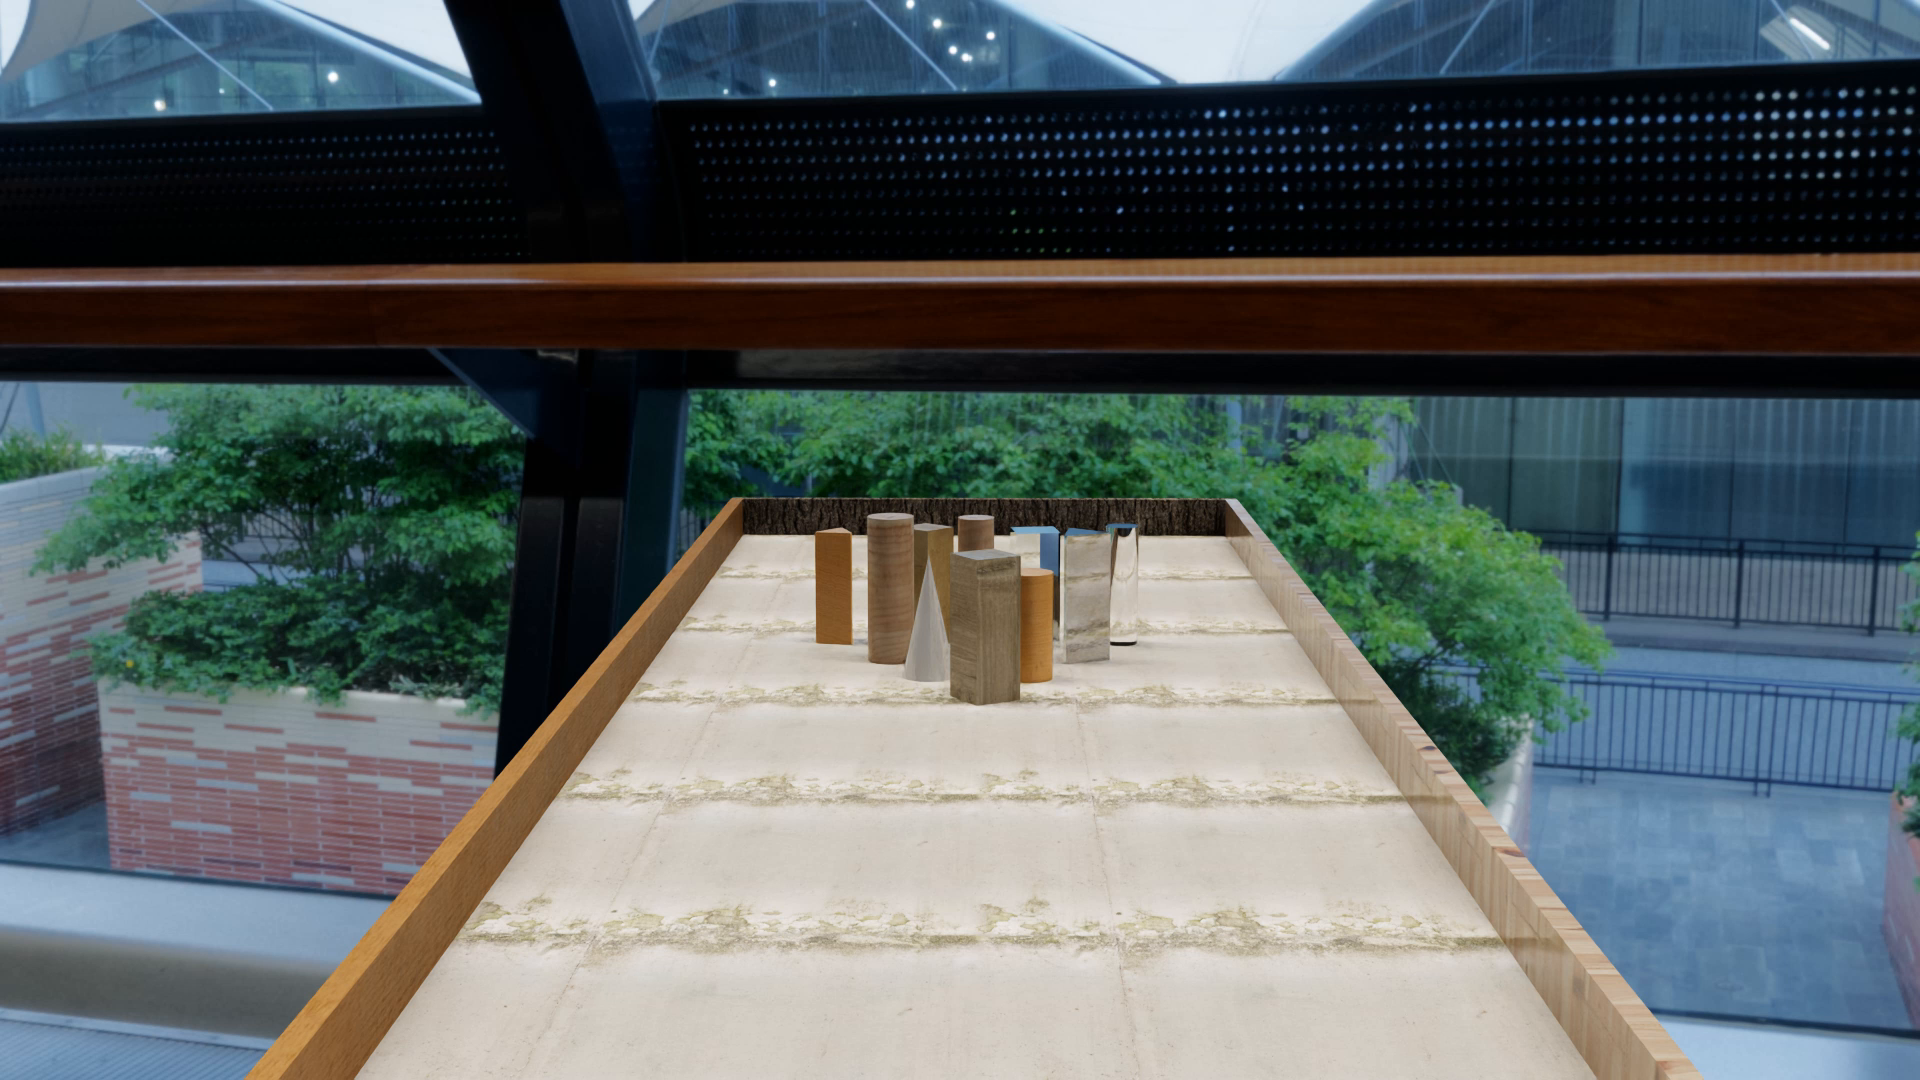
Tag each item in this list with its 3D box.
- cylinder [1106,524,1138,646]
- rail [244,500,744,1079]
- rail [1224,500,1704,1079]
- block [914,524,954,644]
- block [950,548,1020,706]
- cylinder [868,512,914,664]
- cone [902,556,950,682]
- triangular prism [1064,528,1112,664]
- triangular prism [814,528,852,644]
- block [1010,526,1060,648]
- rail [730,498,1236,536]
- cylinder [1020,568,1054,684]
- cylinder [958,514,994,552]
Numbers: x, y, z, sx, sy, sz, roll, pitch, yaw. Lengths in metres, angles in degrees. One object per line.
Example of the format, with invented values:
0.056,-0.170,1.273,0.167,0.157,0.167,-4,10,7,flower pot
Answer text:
0.510,0.140,6.927,0.103,0.375,0.103,0,9,0,cylinder
-1.004,0.839,3.234,0.050,0.150,12.000,0,9,1,rail
1.046,0.843,3.208,0.050,0.150,12.000,0,9,1,rail
-0.105,0.142,6.929,0.121,0.370,0.121,8,12,41,block
0.071,0.243,6.168,0.144,0.410,0.144,-5,10,-31,block
-0.209,0.147,6.670,0.142,0.442,0.142,0,9,0,cylinder
-0.091,0.221,6.449,0.157,0.364,0.157,0,9,0,cone
0.362,0.167,6.702,0.152,0.393,0.132,-4,10,-22,triangular prism
-0.387,0.145,6.960,0.118,0.356,0.103,2,9,11,triangular prism
0.236,0.148,6.917,0.138,0.363,0.138,-1,9,-7,block
0.099,-0.098,9.147,2.100,0.150,0.050,0,9,1,rail
0.205,0.249,6.427,0.135,0.316,0.135,0,9,0,cylinder
0.049,0.146,6.695,0.110,0.435,0.110,0,9,0,cylinder
